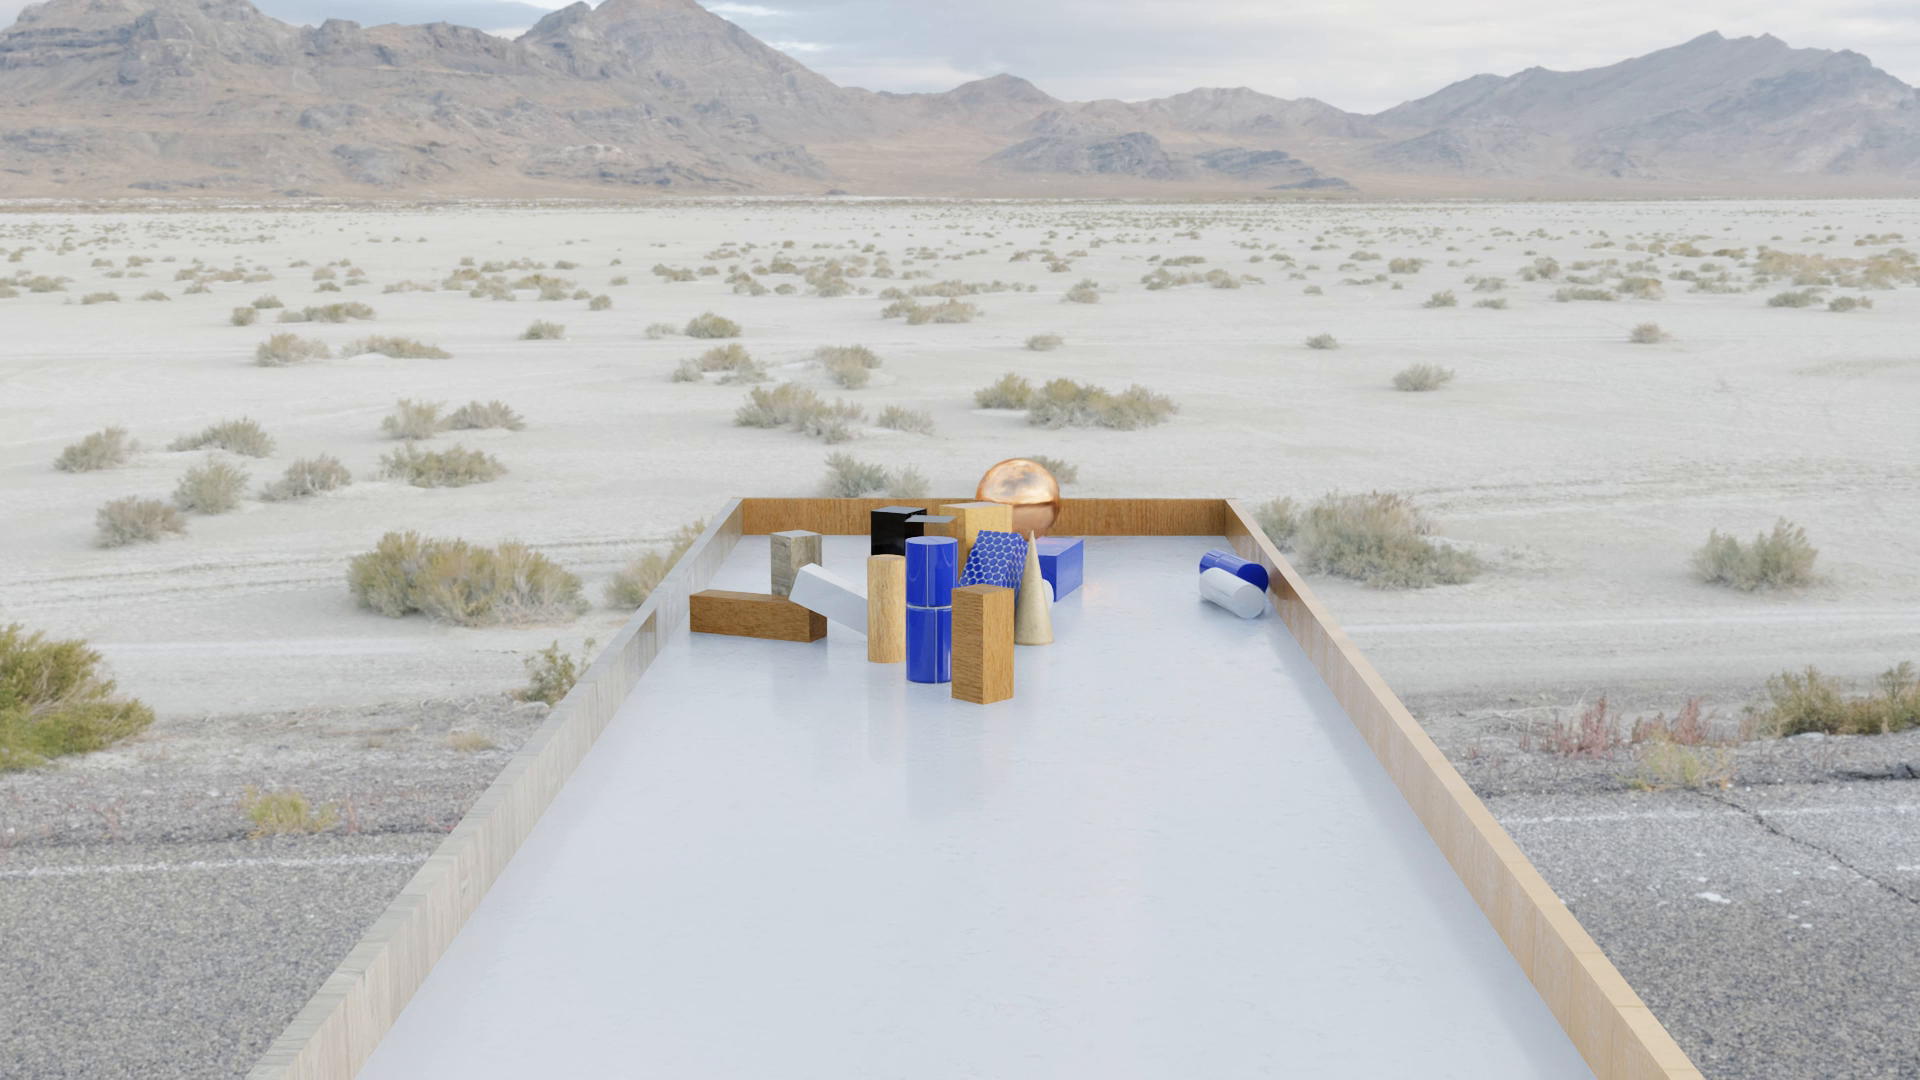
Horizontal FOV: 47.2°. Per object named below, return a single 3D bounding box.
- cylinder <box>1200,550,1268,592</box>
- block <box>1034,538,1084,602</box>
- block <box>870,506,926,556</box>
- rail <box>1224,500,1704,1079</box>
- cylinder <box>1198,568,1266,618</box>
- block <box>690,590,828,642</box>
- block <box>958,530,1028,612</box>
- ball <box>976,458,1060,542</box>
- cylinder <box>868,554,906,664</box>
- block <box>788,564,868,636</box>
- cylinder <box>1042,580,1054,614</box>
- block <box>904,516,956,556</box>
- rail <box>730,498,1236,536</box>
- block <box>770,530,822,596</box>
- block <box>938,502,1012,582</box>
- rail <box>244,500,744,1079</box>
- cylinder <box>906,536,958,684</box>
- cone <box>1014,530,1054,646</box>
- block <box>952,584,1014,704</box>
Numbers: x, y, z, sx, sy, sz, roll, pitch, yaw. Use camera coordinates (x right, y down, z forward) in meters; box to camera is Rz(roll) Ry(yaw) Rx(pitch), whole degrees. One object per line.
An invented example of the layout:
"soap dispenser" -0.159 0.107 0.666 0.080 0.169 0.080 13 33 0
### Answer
"cylinder" 0.972 0.122 7.820 0.132 0.132 0.315 -3 9 -16
"block" 0.313 0.103 7.835 0.163 0.163 0.382 3 9 17
"block" -0.199 0.091 7.204 0.134 0.385 0.134 5 10 28
"rail" 1.046 0.843 3.208 0.050 0.150 12.000 0 9 1
"cylinder" 0.926 0.179 7.507 0.117 0.117 0.342 -2 9 -13
"block" -0.651 0.243 7.091 0.440 0.120 0.120 4 10 24
"block" 0.103 0.147 7.002 0.150 0.319 0.150 5 -32 30
"ball" 0.236 -0.159 8.915 0.345 0.345 0.345 0 9 0
"cylinder" -0.223 0.209 6.687 0.117 0.314 0.117 0 9 0
"block" -0.326 0.209 6.905 0.400 0.108 0.108 24 15 12
"cylinder" 0.143 0.183 7.414 0.328 0.139 0.139 8 12 40
"block" -0.093 0.124 6.990 0.141 0.387 0.141 2 9 11
"rail" 0.099 -0.098 9.147 2.100 0.150 0.050 0 9 1
"block" -0.537 0.129 7.230 0.121 0.303 0.121 -7 11 -37
"block" 0.055 0.079 7.232 0.173 0.390 0.173 -5 7 -30
"rail" -1.004 0.839 3.234 0.050 0.150 12.000 0 9 1
"cylinder" -0.082 0.203 6.414 0.152 0.410 0.152 0 9 0
"cone" 0.227 0.140 6.950 0.144 0.368 0.144 0 9 0
"block" 0.064 0.291 6.178 0.124 0.312 0.124 9 13 44
